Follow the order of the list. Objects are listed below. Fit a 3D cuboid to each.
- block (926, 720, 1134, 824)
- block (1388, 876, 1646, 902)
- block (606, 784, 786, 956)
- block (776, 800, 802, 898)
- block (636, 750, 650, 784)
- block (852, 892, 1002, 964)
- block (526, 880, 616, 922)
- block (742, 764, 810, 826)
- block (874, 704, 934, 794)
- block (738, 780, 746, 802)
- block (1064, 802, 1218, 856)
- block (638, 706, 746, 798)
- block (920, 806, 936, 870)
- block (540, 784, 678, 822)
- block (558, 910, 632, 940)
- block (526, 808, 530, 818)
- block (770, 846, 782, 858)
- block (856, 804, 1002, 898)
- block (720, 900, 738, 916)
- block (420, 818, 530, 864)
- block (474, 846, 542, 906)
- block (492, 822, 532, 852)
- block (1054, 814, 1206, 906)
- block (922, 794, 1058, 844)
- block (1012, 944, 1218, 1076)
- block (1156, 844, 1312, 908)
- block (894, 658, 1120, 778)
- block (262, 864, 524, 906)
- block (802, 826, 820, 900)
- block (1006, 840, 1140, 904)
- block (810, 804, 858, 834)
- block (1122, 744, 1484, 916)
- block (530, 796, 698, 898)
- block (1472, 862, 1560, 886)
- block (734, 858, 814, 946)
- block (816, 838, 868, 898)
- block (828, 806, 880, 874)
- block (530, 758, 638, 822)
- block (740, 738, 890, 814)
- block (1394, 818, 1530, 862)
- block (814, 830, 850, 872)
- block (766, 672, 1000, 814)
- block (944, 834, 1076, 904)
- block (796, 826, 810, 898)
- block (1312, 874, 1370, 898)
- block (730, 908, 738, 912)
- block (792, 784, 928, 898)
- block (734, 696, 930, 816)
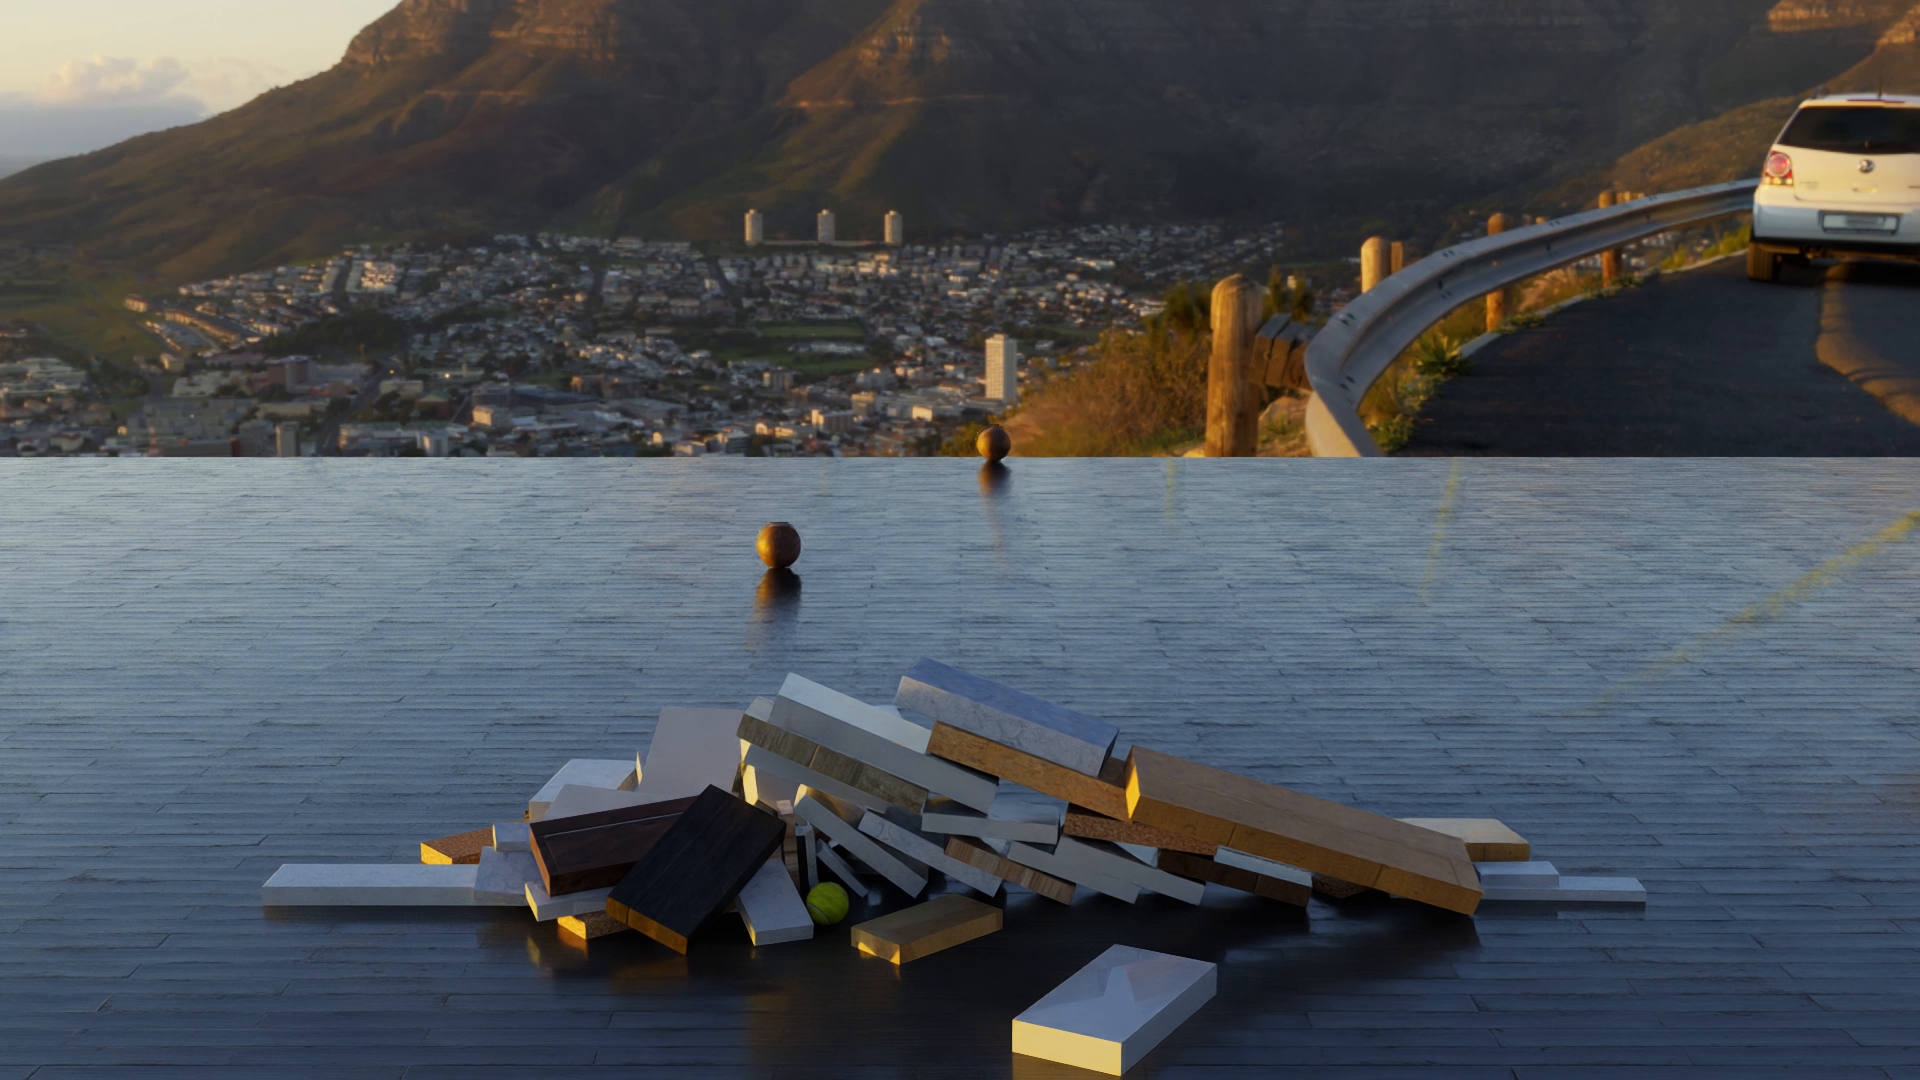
[{"bbox_3d":[0.134,0.370,3.687,0.358,0.051,0.179,19,10,6],"label":"block"},{"bbox_3d":[0.924,0.580,3.670,0.419,0.019,0.066,0,11,2],"label":"block"},{"bbox_3d":[-0.417,0.521,3.506,0.148,0.042,0.295,24,41,16],"label":"block"},{"bbox_3d":[-0.284,0.516,3.655,0.021,0.150,0.075,-6,11,-9],"label":"block"},{"bbox_3d":[-0.507,0.469,4.003,0.136,0.039,0.273,0,25,-14],"label":"block"},{"bbox_3d":[-0.051,0.611,3.468,0.223,0.032,0.112,-10,14,-43],"label":"block"},{"bbox_3d":[-0.597,0.567,3.542,0.188,0.027,0.094,-7,17,-20],"label":"block"},{"bbox_3d":[-0.320,0.452,3.826,0.112,0.032,0.223,35,7,-15],"label":"block"},{"bbox_3d":[-0.176,0.426,4.424,0.167,0.047,0.533,-2,11,-10],"label":"block"},{"bbox_3d":[-0.380,0.430,4.144,0.039,0.136,0.319,-9,8,15],"label":"block"},{"bbox_3d":[0.304,0.473,3.657,0.252,0.036,0.126,7,9,7],"label":"block"},{"bbox_3d":[-0.478,0.437,3.897,0.167,0.047,0.335,1,43,8],"label":"block"},{"bbox_3d":[-0.079,0.507,3.875,0.112,0.032,0.223,15,17,-5],"label":"block"},{"bbox_3d":[-0.545,0.500,3.721,0.335,0.047,0.167,5,32,15],"label":"block"},{"bbox_3d":[-0.543,0.598,3.550,0.188,0.027,0.094,-8,13,-37],"label":"block"},{"bbox_3d":[-0.668,0.510,4.014,0.226,0.032,0.113,5,12,27],"label":"block"},{"bbox_3d":[-0.391,0.546,3.706,0.185,0.026,0.093,-1,37,5],"label":"block"},{"bbox_3d":[-0.045,0.510,3.690,0.252,0.036,0.126,26,8,1],"label":"block"},{"bbox_3d":[-0.366,0.565,3.600,0.075,0.021,0.150,19,28,38],"label":"block"},{"bbox_3d":[-0.817,0.538,3.863,0.226,0.032,0.113,-9,14,-40],"label":"block"},{"bbox_3d":[-0.695,0.554,3.605,0.188,0.027,0.094,6,41,-6],"label":"block"},{"bbox_3d":[-0.708,0.493,3.654,0.129,0.018,0.064,2,22,-17],"label":"block"},{"bbox_3d":[0.280,0.532,3.661,0.252,0.036,0.126,19,10,-1],"label":"block"},{"bbox_3d":[0.051,0.463,3.658,0.223,0.032,0.112,6,10,1],"label":"block"},{"bbox_3d":[0.225,0.665,3.137,0.165,0.047,0.330,6,12,29],"label":"block"},{"bbox_3d":[0.455,0.543,3.656,0.252,0.036,0.126,14,10,4],"label":"block"},{"bbox_3d":[0.082,0.296,3.704,0.358,0.051,0.179,19,10,9],"label":"block"},{"bbox_3d":[-0.924,0.574,3.666,0.441,0.032,0.113,0,11,0],"label":"block"},{"bbox_3d":[-0.248,0.536,3.659,0.015,0.109,0.054,-5,11,-7],"label":"block"},{"bbox_3d":[0.189,0.536,3.664,0.223,0.032,0.112,20,10,-1],"label":"block"},{"bbox_3d":[-0.271,0.494,3.871,0.185,0.026,0.093,-33,17,-22],"label":"block"},{"bbox_3d":[0.557,0.473,3.593,0.589,0.047,0.165,16,23,-7],"label":"block"},{"bbox_3d":[-0.541,0.498,3.597,0.295,0.042,0.148,-7,30,-21],"label":"block"},{"bbox_3d":[0.930,0.558,3.686,0.131,0.019,0.066,0,11,0],"label":"block"},{"bbox_3d":[-0.308,0.577,3.522,0.095,0.027,0.190,-4,27,-21],"label":"block"},{"bbox_3d":[-0.197,0.546,3.661,0.015,0.109,0.054,-45,13,2],"label":"block"},{"bbox_3d":[-0.164,0.516,3.910,0.095,0.027,0.306,1,16,6],"label":"block"},{"bbox_3d":[-0.689,0.463,4.069,0.136,0.039,0.273,1,11,6],"label":"block"},{"bbox_3d":[-0.242,0.381,3.682,0.252,0.036,0.126,21,8,-11],"label":"block"},{"bbox_3d":[0.799,0.527,3.819,0.330,0.047,0.165,1,7,-7],"label":"block"},{"bbox_3d":[-0.235,0.519,3.831,0.093,0.026,0.229,-28,11,6],"label":"block"},{"bbox_3d":[-0.124,0.337,3.684,0.391,0.051,0.179,23,8,-2],"label":"block"},{"bbox_3d":[0.082,0.533,3.658,0.223,0.032,0.112,23,10,-4],"label":"block"},{"bbox_3d":[-0.264,0.536,3.661,0.015,0.109,0.054,-6,11,-7],"label":"block"},{"bbox_3d":[0.661,0.573,3.709,0.131,0.019,0.066,-9,14,-39],"label":"block"},{"bbox_3d":[-0.366,0.589,3.616,0.150,0.021,0.075,-1,11,-6],"label":"block"},{"bbox_3d":[-0.164,0.494,3.691,0.252,0.036,0.126,37,8,-6],"label":"block"},{"bbox_3d":[-0.205,0.356,3.664,0.328,0.042,0.148,23,8,1],"label":"block"}]
